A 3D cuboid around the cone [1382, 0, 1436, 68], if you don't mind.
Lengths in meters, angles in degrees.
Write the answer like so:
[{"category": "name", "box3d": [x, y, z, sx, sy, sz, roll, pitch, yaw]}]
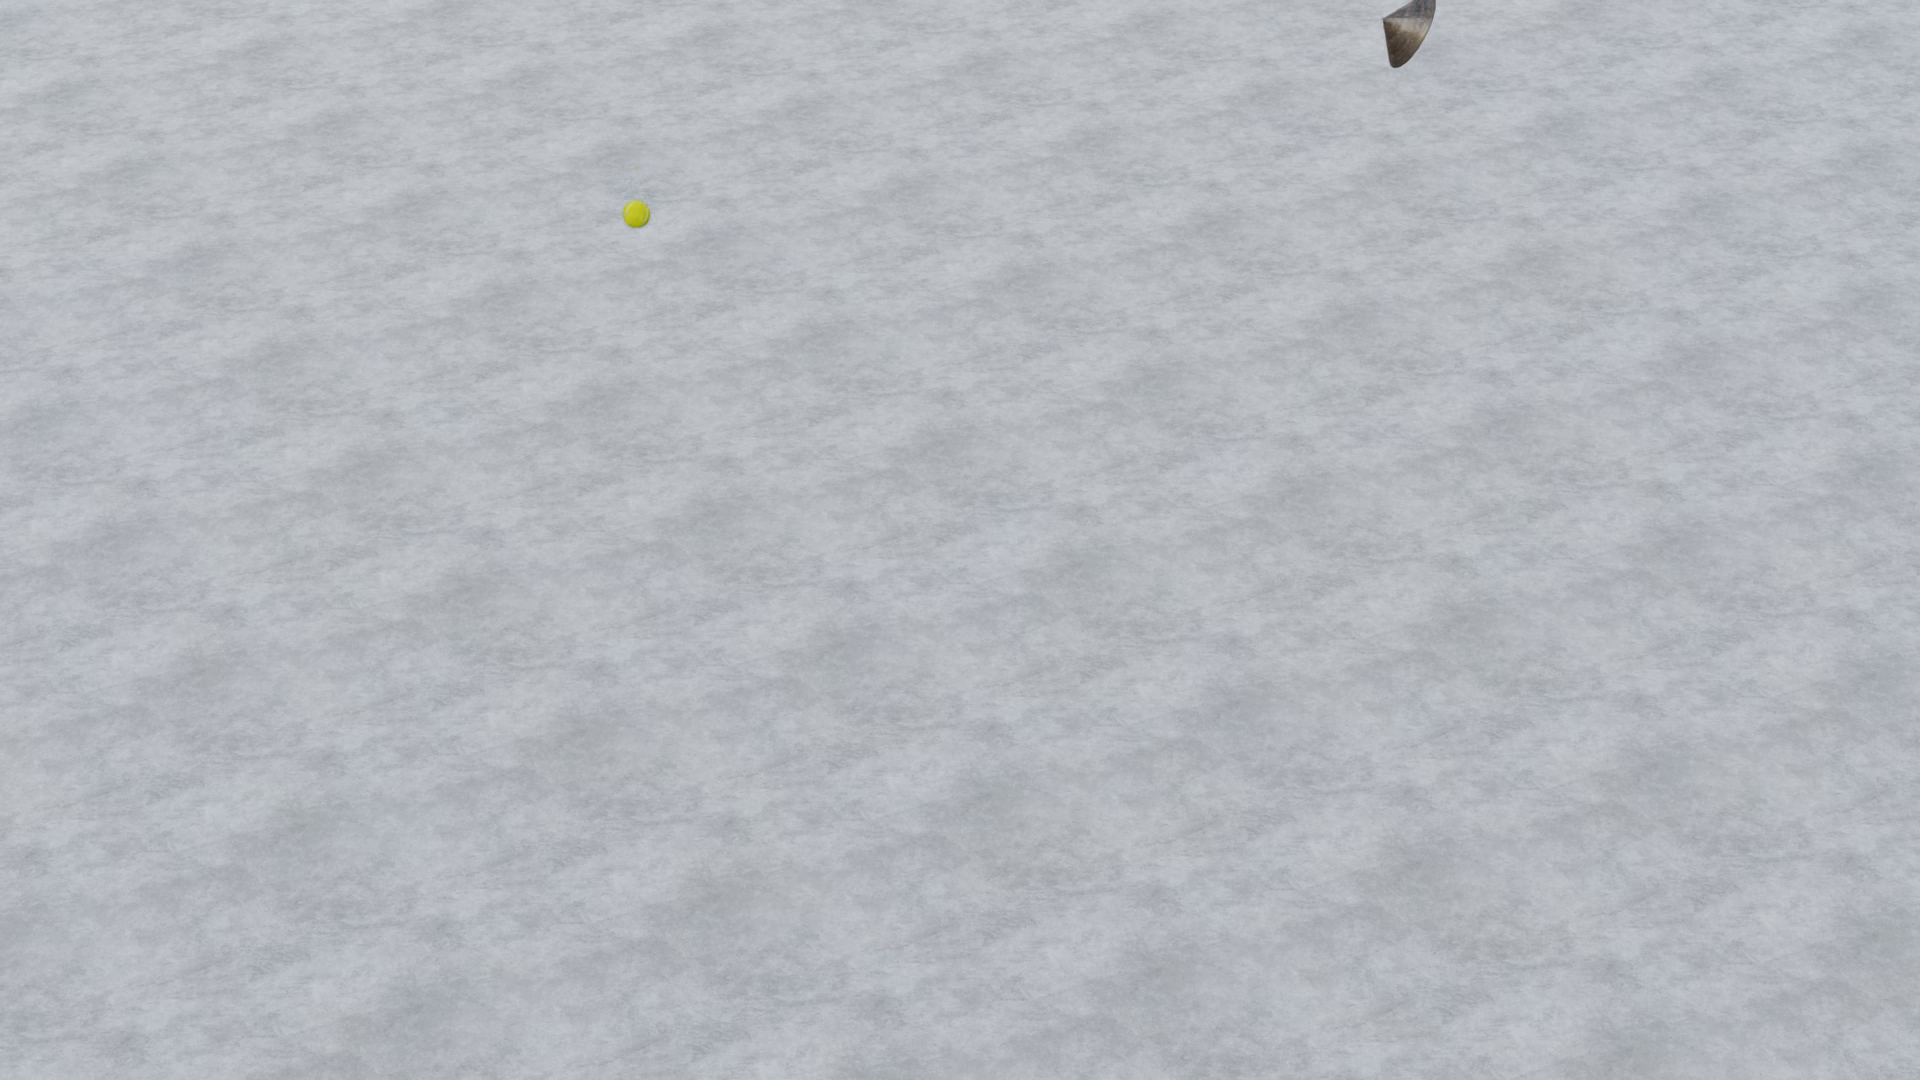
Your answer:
[{"category": "cone", "box3d": [1.330, -1.568, 8.918, 0.114, 0.258, 0.164, 15, 30, -27]}]
